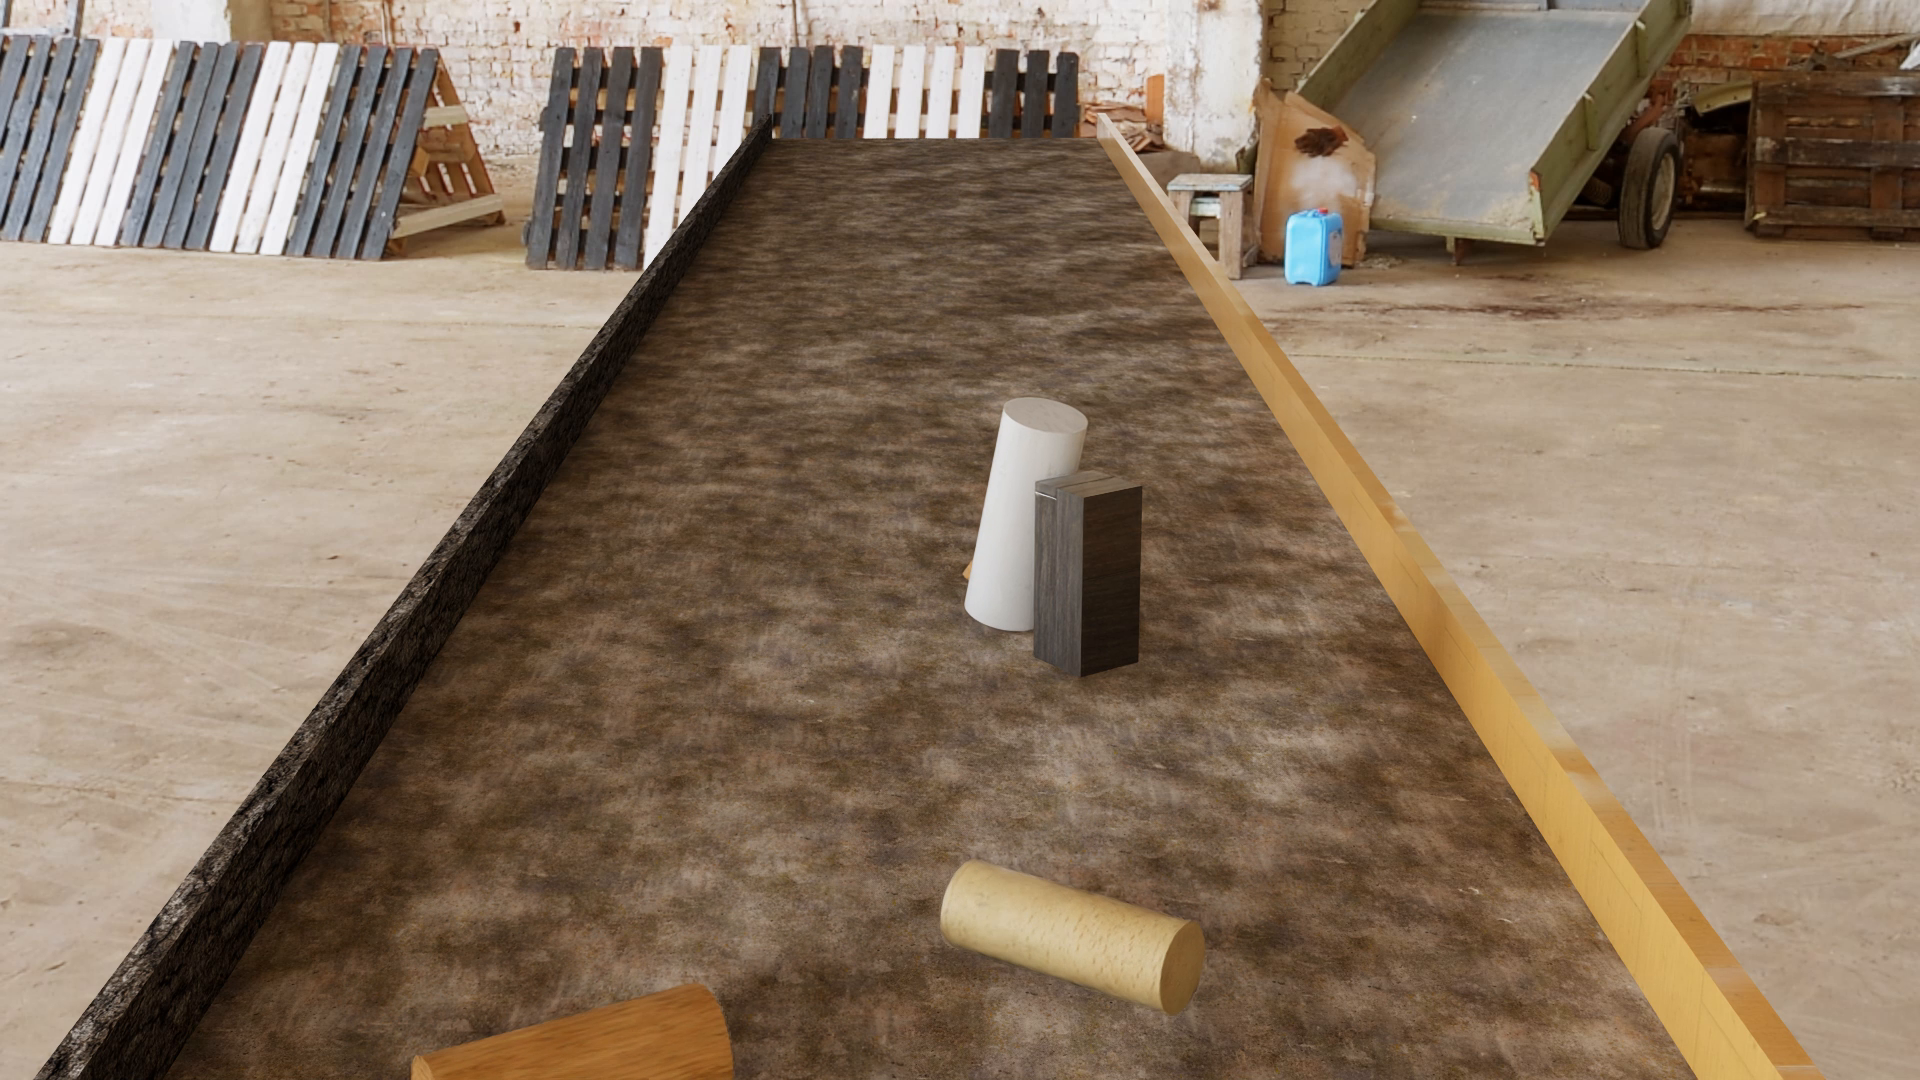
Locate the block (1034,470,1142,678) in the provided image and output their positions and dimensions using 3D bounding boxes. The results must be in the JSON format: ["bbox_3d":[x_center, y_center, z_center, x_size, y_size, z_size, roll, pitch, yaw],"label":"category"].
[{"bbox_3d":[0.252,0.065,4.367,0.149,0.366,0.149,-12,20,-35],"label":"block"}]

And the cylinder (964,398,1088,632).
[{"bbox_3d":[0.135,-0.052,4.553,0.175,0.455,0.175,9,26,-4],"label":"cylinder"}]

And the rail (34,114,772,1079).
[{"bbox_3d":[-1.118,-0.838,7.780,0.050,0.150,12.000,0,17,-1],"label":"rail"}]

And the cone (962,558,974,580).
[{"bbox_3d":[0.150,-0.070,4.754,0.126,0.390,0.126,26,10,-5],"label":"cone"}]

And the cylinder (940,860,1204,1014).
[{"bbox_3d":[0.157,0.559,3.121,0.360,0.129,0.129,11,20,33],"label":"cylinder"}]

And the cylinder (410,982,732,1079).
[{"bbox_3d":[-0.479,0.665,2.728,0.365,0.147,0.147,-10,19,-29],"label":"cylinder"}]

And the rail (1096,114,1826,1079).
[{"bbox_3d":[0.932,-0.844,7.801,0.050,0.150,12.000,0,17,-1],"label":"rail"}]
